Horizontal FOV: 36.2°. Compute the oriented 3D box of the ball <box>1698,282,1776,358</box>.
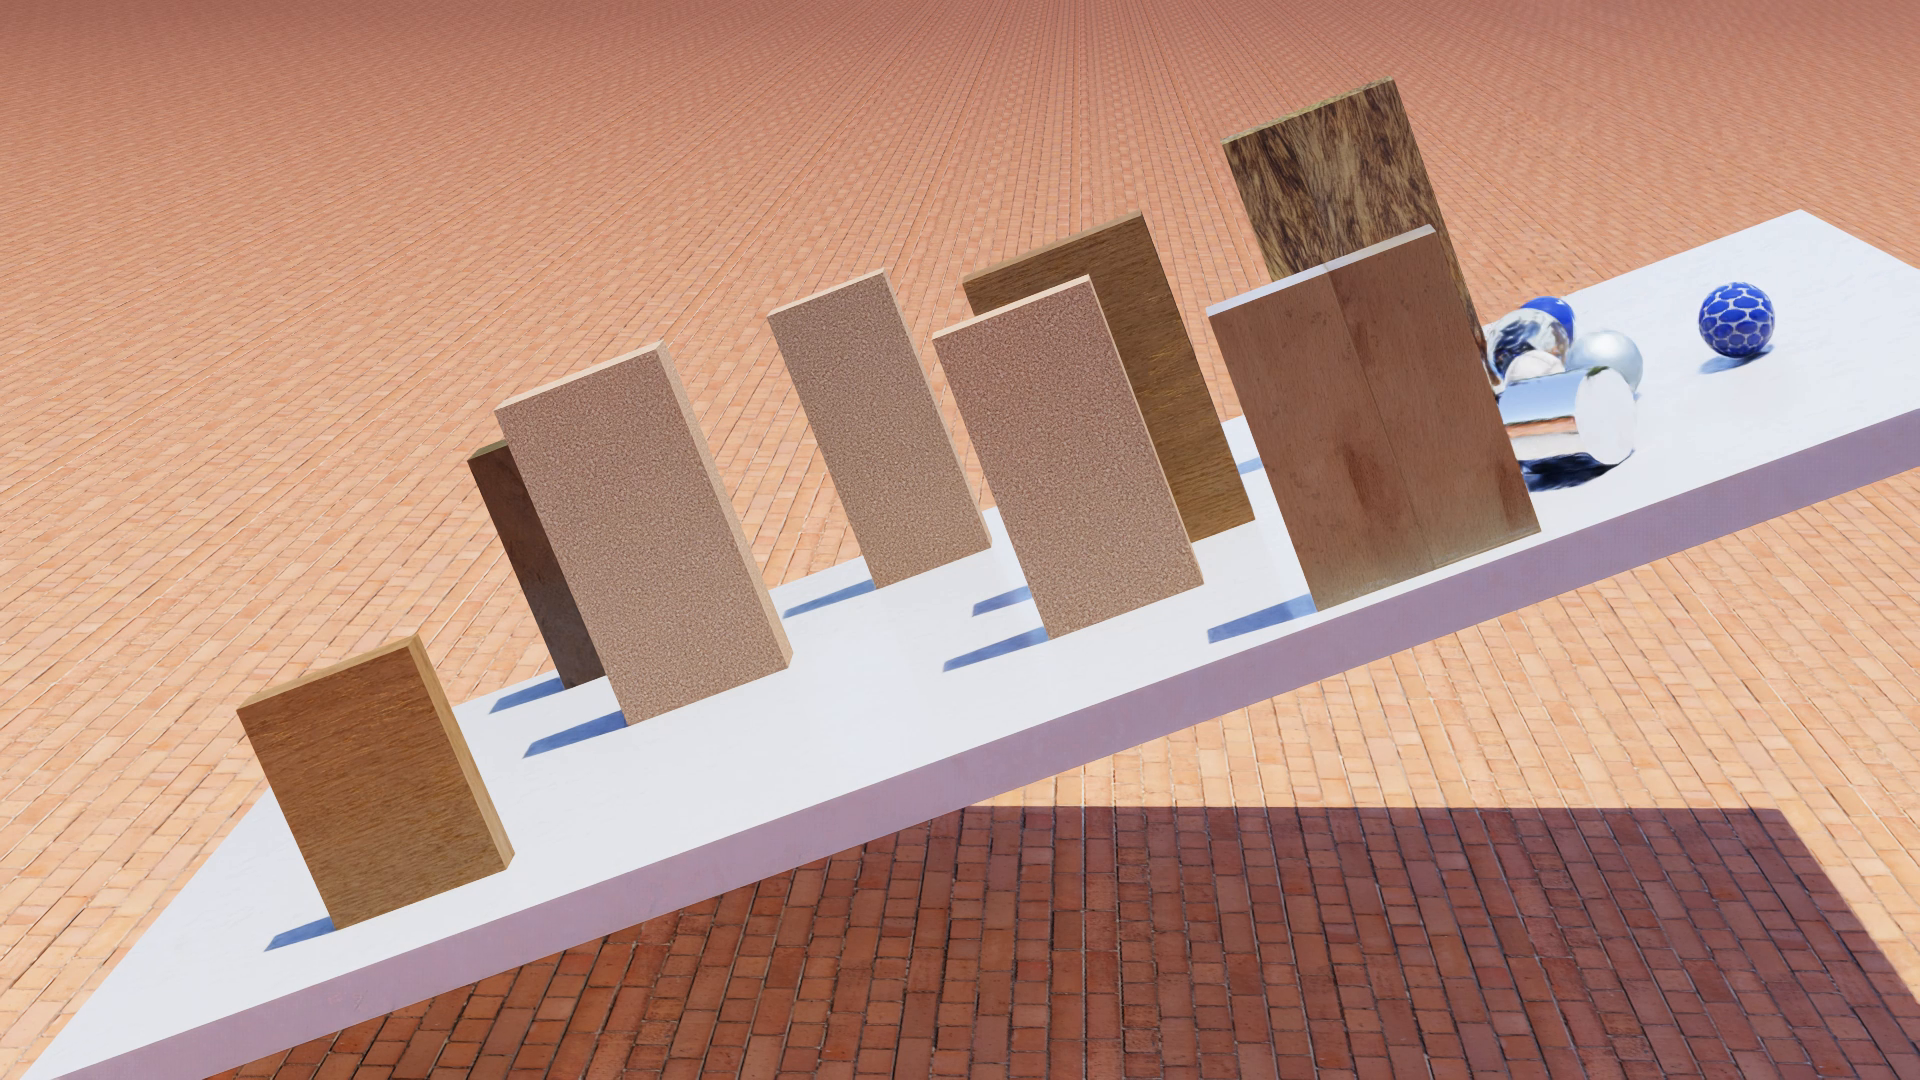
[{"bbox_3d":[1.552,-0.439,5.876,0.151,0.151,0.151,0,13,0],"label":"ball"}]

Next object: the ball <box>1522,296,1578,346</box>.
[{"bbox_3d":[1.295,-0.469,6.499,0.140,0.140,0.140,0,13,0],"label":"ball"}]

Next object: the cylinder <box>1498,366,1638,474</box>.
[{"bbox_3d":[1.143,-0.224,5.543,0.186,0.186,0.186,-12,3,-40],"label":"cylinder"}]

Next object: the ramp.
[{"bbox_3d":[0.120,0.175,6.293,4.000,0.100,2.000,-20,12,7],"label":"ramp"}]

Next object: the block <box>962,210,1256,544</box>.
[{"bbox_3d":[0.312,-0.297,6.142,0.394,0.681,0.108,-20,12,7],"label":"block"}]

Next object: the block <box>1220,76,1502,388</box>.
[{"bbox_3d":[0.880,-0.611,6.464,0.392,0.711,0.108,-20,12,7],"label":"block"}]

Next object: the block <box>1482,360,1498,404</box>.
[{"bbox_3d":[0.983,-0.234,5.916,0.174,0.174,0.174,-16,13,25],"label":"block"}]

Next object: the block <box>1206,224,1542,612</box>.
[{"bbox_3d":[0.741,-0.216,5.273,0.424,0.576,0.102,-20,12,7],"label":"block"}]

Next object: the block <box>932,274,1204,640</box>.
[{"bbox_3d":[0.215,-0.160,5.787,0.326,0.646,0.083,-20,12,7],"label":"block"}]

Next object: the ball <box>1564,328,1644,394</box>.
[{"bbox_3d":[1.294,-0.347,5.910,0.155,0.155,0.155,0,13,0],"label":"ball"}]

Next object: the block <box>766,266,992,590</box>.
[{"bbox_3d":[-0.183,-0.257,6.825,0.287,0.689,0.088,-20,12,7],"label":"block"}]

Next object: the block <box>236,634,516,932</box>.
[{"bbox_3d":[-1.140,0.475,5.754,0.365,0.483,0.095,-20,12,7],"label":"block"}]

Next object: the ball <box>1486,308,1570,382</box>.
[{"bbox_3d":[1.213,-0.408,6.283,0.175,0.175,0.175,0,13,0],"label":"ball"}]

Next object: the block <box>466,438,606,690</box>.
[{"bbox_3d":[-0.919,0.019,7.103,0.303,0.607,0.139,-20,12,7],"label":"block"}]

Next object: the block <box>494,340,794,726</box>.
[{"bbox_3d":[-0.690,-0.013,6.464,0.382,0.759,0.128,-20,12,7],"label":"block"}]

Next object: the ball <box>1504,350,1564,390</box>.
[{"bbox_3d":[1.189,-0.326,6.067,0.130,0.130,0.130,0,13,0],"label":"ball"}]
